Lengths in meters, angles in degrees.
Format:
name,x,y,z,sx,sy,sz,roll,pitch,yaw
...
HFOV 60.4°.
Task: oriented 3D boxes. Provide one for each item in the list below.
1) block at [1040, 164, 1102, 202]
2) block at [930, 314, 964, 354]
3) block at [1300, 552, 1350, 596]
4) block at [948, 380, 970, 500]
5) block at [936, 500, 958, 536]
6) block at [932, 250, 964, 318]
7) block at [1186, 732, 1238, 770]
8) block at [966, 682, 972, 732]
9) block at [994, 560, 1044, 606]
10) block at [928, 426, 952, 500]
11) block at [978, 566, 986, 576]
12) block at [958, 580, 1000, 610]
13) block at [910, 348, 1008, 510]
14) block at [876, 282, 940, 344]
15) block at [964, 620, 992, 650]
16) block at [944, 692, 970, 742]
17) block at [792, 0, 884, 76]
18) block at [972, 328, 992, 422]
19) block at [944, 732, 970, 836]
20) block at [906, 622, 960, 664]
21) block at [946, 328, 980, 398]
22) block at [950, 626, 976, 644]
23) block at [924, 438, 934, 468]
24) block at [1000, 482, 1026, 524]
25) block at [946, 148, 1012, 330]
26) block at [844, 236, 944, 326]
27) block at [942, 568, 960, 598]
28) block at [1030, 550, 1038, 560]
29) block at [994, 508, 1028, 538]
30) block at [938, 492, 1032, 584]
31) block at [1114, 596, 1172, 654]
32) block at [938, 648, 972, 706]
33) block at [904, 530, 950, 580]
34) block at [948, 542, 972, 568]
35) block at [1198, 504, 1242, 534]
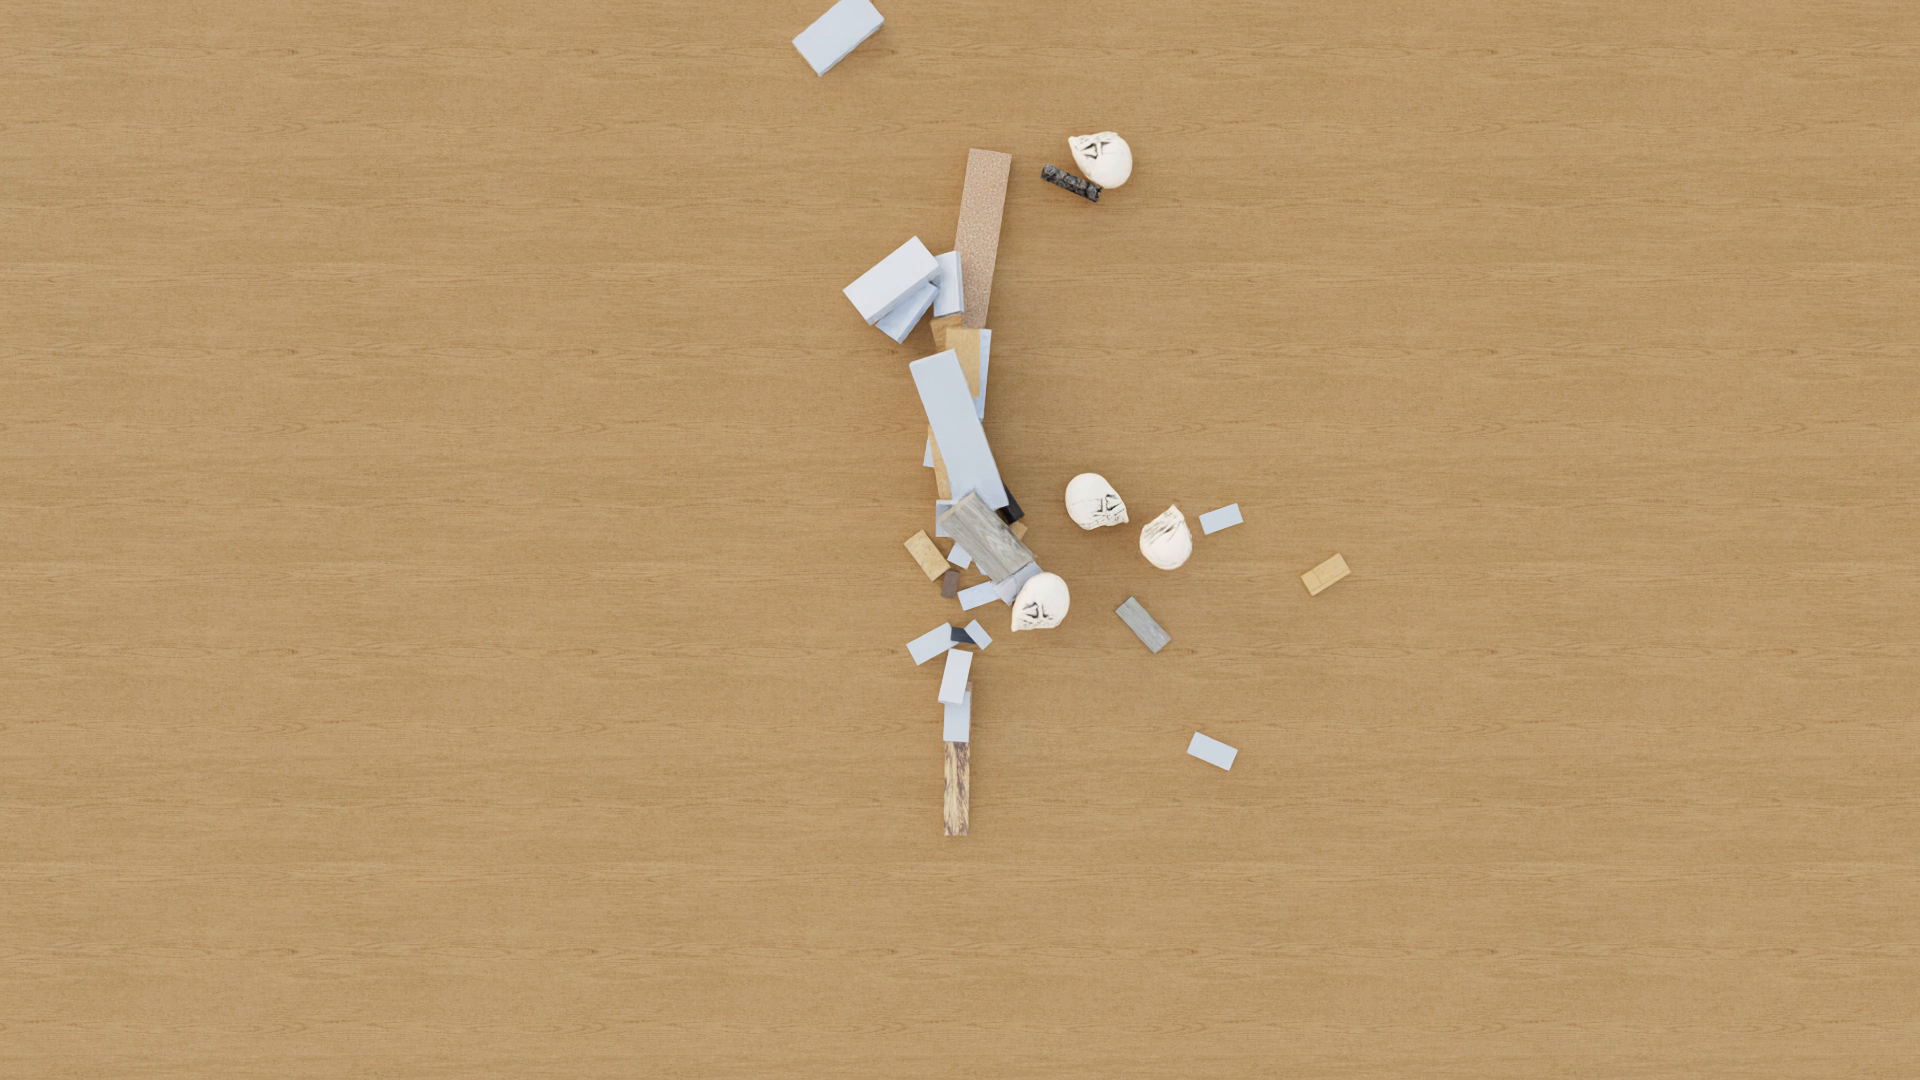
name,x,y,z,sx,sy,sz,roll,pitch,yaw
block,0.368,-1.179,5.449,0.203,0.102,0.029,24,90,0
block,-0.026,-0.624,5.359,0.102,0.029,0.203,-13,79,-5
block,1.216,0.114,5.489,0.150,0.021,0.075,-32,90,0
block,0.001,-0.316,5.347,0.109,0.031,0.396,-8,112,4
block,-0.042,-0.071,5.442,0.073,0.021,0.146,1,133,0
block,-0.042,-0.843,5.445,0.102,0.029,0.203,-9,80,33
block,0.839,0.702,5.489,0.150,0.021,0.075,24,90,0
block,-0.003,0.551,5.465,0.082,0.023,0.164,2,90,0
block,0.197,0.137,5.467,0.163,0.023,0.081,-42,125,0
block,-0.007,-0.238,5.433,0.151,0.043,0.301,-9,103,4
block,0.076,0.046,5.464,0.066,0.019,0.131,-25,114,2
block,0.063,0.183,5.491,0.131,0.019,0.066,-19,90,0
block,0.000,-0.338,5.298,0.151,0.043,0.543,-17,111,8
block,-0.173,-0.766,5.457,0.109,0.031,0.219,38,91,31
block,0.061,0.315,5.479,0.047,0.013,0.094,-43,101,-14
block,-0.010,0.581,5.442,0.082,0.023,0.164,3,90,0
block,-0.404,-1.688,5.480,0.282,0.040,0.141,-40,90,0
block,0.013,-0.543,5.381,0.151,0.043,0.301,6,78,-1
block,-0.010,0.737,5.488,0.082,0.023,0.485,1,90,0
block,-0.091,0.345,5.489,0.158,0.022,0.079,-28,90,0
block,0.008,-0.569,5.298,0.109,0.031,0.219,-1,105,-5
block,0.015,0.317,5.478,0.094,0.013,0.047,8,86,-18
block,-0.022,-0.383,5.449,0.151,0.043,0.301,9,101,0
block,0.147,-0.135,5.459,0.023,0.081,0.163,-33,90,29
block,0.036,-0.864,5.480,0.141,0.040,0.858,9,90,0
block,-0.222,-0.856,5.447,0.301,0.043,0.151,-37,64,0
block,-0.031,0.146,5.482,0.047,0.013,0.094,12,105,0
block,0.163,0.031,5.488,0.179,0.023,0.081,38,90,0
block,0.147,-0.054,5.474,0.146,0.021,0.073,38,62,0
block,0.085,-0.006,5.396,0.151,0.043,0.301,-36,114,17
block,0.609,0.283,5.489,0.075,0.021,0.193,-43,90,0
block,-0.015,0.453,5.443,0.079,0.022,0.188,10,62,4
block,-0.109,0.051,5.489,0.079,0.022,0.158,-37,90,0
block,0.021,0.016,5.490,0.073,0.021,0.146,26,90,0
block,0.868,-0.070,5.491,0.131,0.019,0.066,-19,90,0
